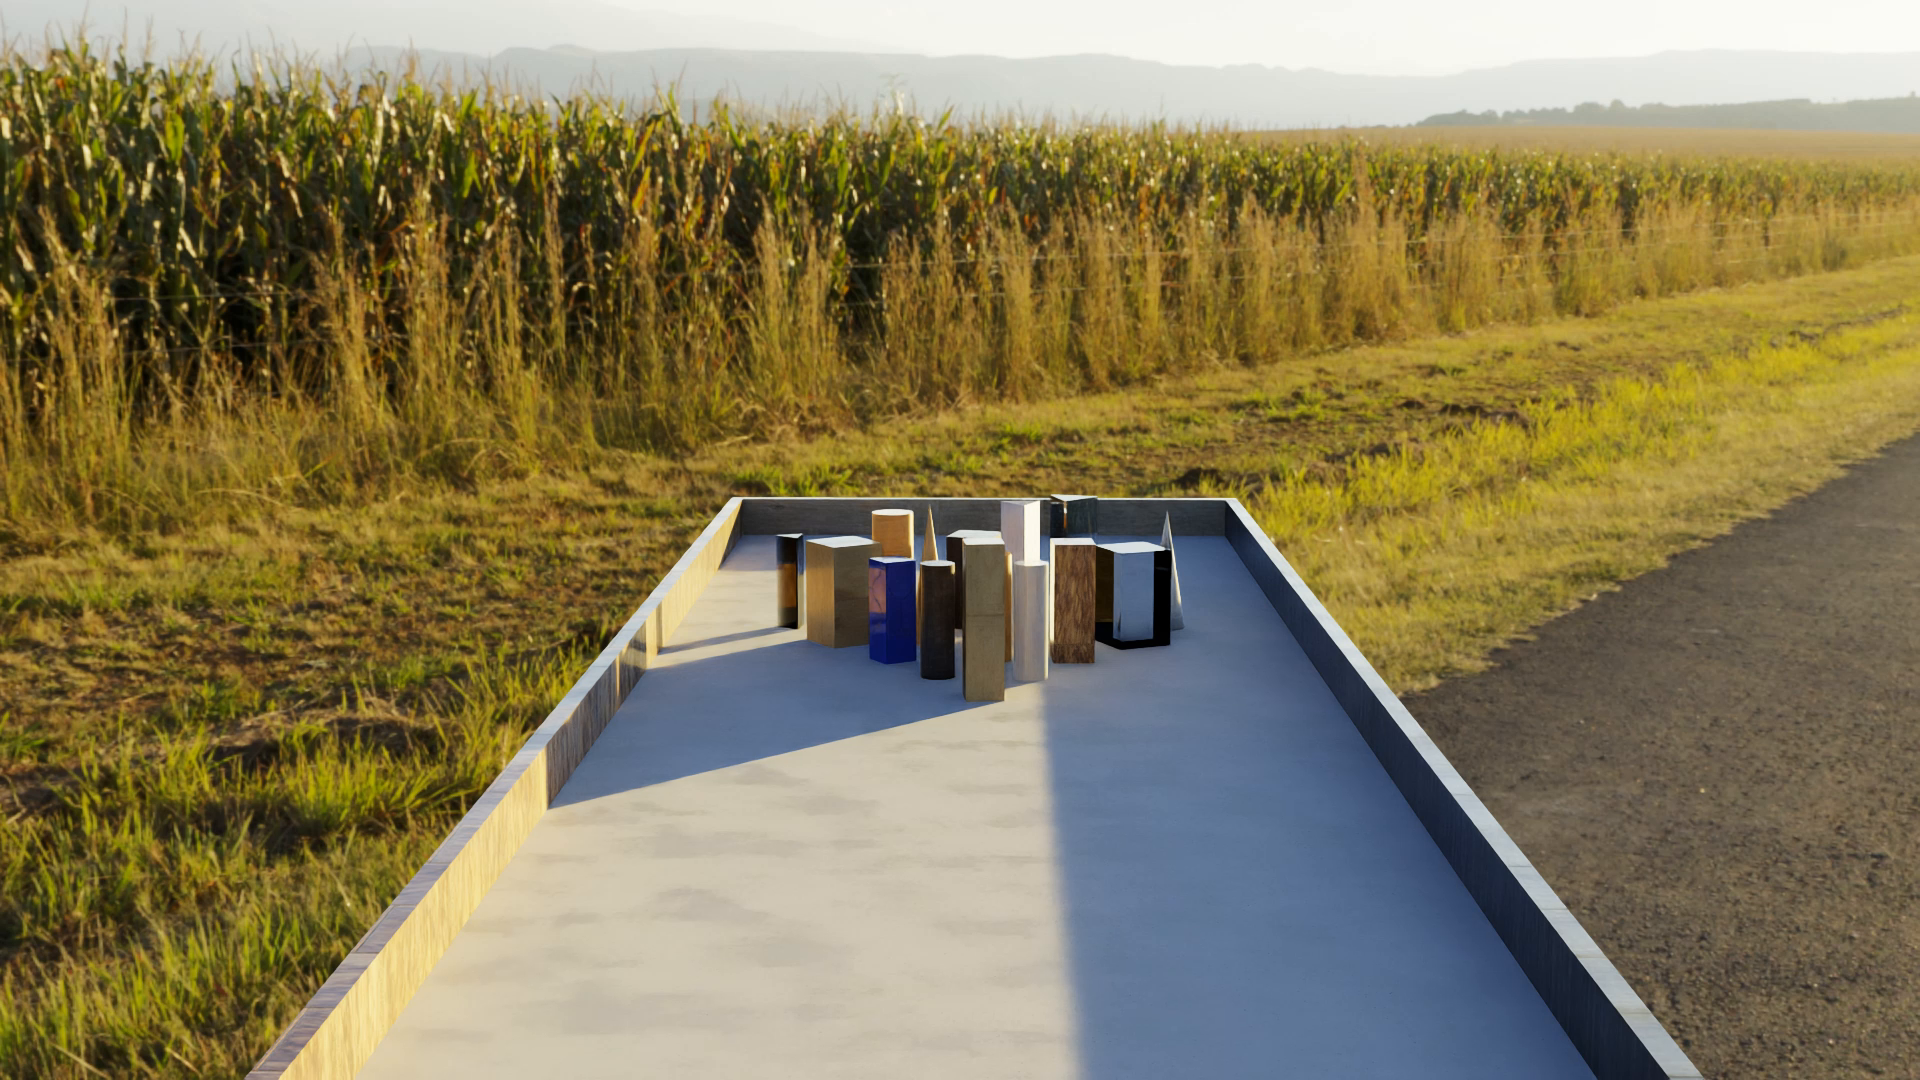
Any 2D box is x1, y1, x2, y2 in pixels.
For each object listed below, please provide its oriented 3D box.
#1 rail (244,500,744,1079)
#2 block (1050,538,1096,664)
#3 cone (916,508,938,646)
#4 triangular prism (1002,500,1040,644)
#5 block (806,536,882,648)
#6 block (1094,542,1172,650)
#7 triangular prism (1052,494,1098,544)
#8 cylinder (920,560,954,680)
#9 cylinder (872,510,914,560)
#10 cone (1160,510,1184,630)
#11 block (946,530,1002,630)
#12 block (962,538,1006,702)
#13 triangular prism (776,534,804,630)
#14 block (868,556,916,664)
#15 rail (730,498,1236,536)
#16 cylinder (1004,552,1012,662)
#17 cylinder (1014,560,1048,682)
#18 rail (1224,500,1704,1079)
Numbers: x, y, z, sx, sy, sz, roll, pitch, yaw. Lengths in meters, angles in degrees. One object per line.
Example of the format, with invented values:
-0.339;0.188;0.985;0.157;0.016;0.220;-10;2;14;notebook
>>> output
-1.004;0.839;3.234;0.050;0.150;12.000;0;9;1;rail
0.342;0.184;6.687;0.124;0.364;0.124;0;9;-3;block
-0.095;0.104;6.939;0.127;0.443;0.127;0;9;0;cone
0.207;0.101;6.943;0.104;0.447;0.120;-6;11;-34;triangular prism
-0.367;0.163;6.960;0.175;0.320;0.175;-6;11;-33;block
0.544;0.174;6.940;0.178;0.305;0.178;-4;10;-24;block
0.347;0.069;7.207;0.155;0.427;0.134;-9;12;-44;triangular prism
-0.066;0.235;6.450;0.102;0.338;0.102;0;9;0;cylinder
-0.219;0.098;7.170;0.134;0.382;0.134;0;9;0;cylinder
0.674;0.093;7.180;0.127;0.389;0.127;0;9;0;cone
0.050;0.131;7.213;0.152;0.304;0.152;3;9;16;block
0.066;0.223;6.176;0.109;0.445;0.109;-1;9;-5;block
-0.540;0.133;7.203;0.090;0.302;0.078;7;12;38;triangular prism
-0.205;0.211;6.683;0.105;0.311;0.105;-5;11;-31;block
0.099;-0.098;9.147;2.100;0.150;0.050;0;9;1;rail
0.094;0.202;6.686;0.127;0.327;0.127;0;9;0;cylinder
0.208;0.236;6.429;0.101;0.342;0.101;0;9;0;cylinder
1.046;0.843;3.208;0.050;0.150;12.000;0;9;1;rail
